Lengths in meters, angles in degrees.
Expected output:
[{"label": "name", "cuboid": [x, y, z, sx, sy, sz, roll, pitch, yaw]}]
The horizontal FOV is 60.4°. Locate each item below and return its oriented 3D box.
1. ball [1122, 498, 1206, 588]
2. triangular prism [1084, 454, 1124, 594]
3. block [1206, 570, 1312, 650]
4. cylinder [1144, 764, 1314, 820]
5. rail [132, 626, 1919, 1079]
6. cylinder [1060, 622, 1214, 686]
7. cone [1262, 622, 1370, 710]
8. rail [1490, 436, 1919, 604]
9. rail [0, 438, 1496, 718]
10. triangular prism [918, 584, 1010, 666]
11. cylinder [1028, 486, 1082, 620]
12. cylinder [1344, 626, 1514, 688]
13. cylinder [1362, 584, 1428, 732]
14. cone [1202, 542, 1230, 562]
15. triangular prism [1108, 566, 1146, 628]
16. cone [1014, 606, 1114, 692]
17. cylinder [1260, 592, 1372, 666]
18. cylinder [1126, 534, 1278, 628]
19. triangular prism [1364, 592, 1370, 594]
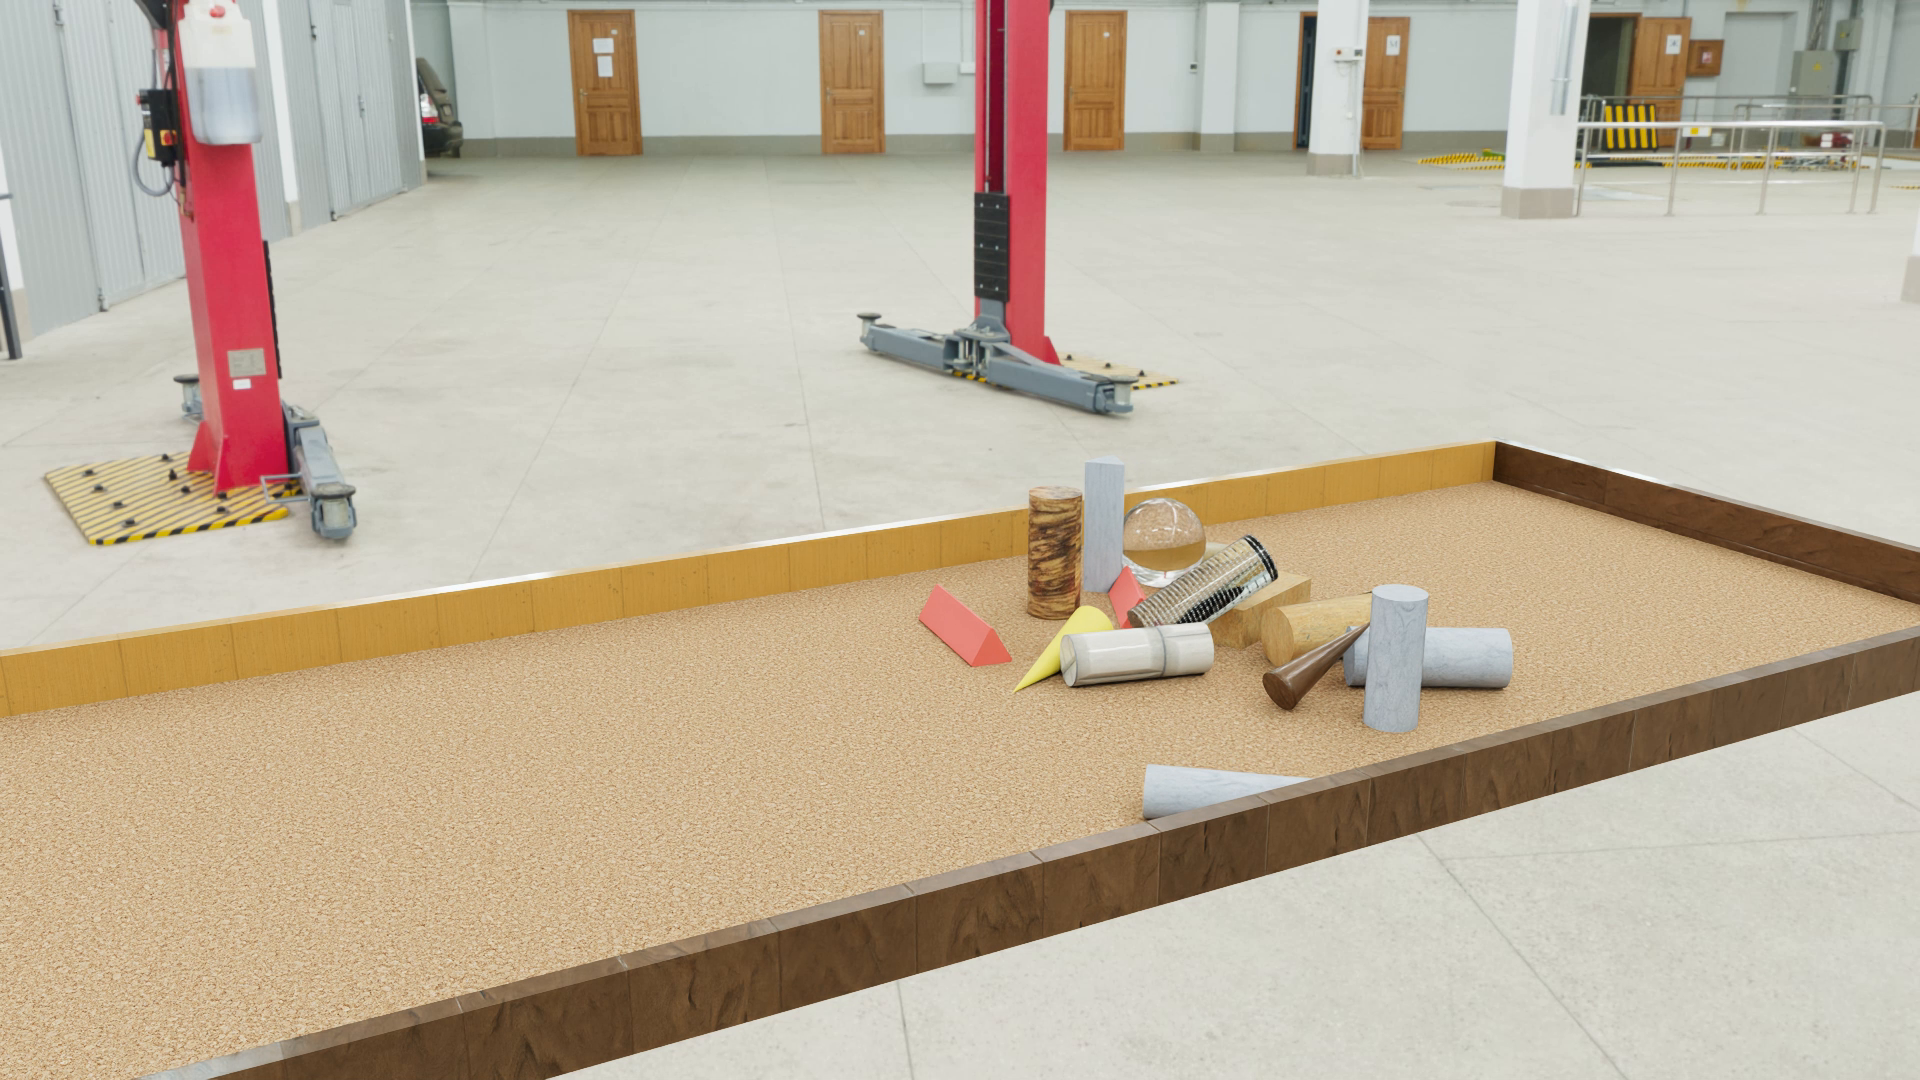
[{"label": "ball", "cuboid": [0.591, 0.008, 4.856, 0.266, 0.266, 0.266, 0, 16, 0]}, {"label": "triangular prism", "cuboid": [0.431, -0.048, 4.816, 0.115, 0.392, 0.099, 6, 19, 18]}, {"label": "block", "cuboid": [0.822, 0.189, 4.520, 0.109, 0.109, 0.370, 13, 21, 38]}, {"label": "cylinder", "cuboid": [0.559, 0.528, 3.361, 0.359, 0.111, 0.111, 4, 17, 12]}, {"label": "rail", "cuboid": [-2.336, 1.006, 1.665, 12.000, 0.150, 0.050, -9, 18, -27]}, {"label": "cylinder", "cuboid": [0.444, 0.286, 4.152, 0.365, 0.129, 0.129, -4, 17, -14]}, {"label": "cone", "cuboid": [0.896, 0.277, 4.010, 0.343, 0.106, 0.106, -32, 29, -21]}, {"label": "rail", "cuboid": [2.466, -0.048, 5.253, 0.050, 0.150, 2.100, -9, 18, -27]}, {"label": "rail", "cuboid": [-3.305, 0.497, 3.399, 12.000, 0.150, 0.050, -9, 18, -27]}, {"label": "triangular prism", "cuboid": [0.010, 0.220, 4.423, 0.113, 0.098, 0.397, -7, 18, -20]}, {"label": "cylinder", "cuboid": [0.265, 0.035, 4.614, 0.150, 0.350, 0.150, 0, 16, 0]}, {"label": "cylinder", "cuboid": [1.160, 0.291, 4.102, 0.383, 0.149, 0.149, 1, 16, 2]}, {"label": "cylinder", "cuboid": [1.015, 0.276, 3.847, 0.126, 0.321, 0.126, 0, 16, 0]}, {"label": "cone", "cuboid": [0.824, 0.041, 5.115, 0.421, 0.114, 0.114, -3, 15, -39]}, {"label": "triangular prism", "cuboid": [0.489, 0.158, 4.652, 0.103, 0.089, 0.303, 0, 16, -2]}, {"label": "cone", "cuboid": [0.238, 0.305, 4.199, 0.132, 0.132, 0.373, 12, 30, 35]}, {"label": "cylinder", "cuboid": [0.995, 0.228, 4.307, 0.396, 0.154, 0.154, -7, 18, -22]}, {"label": "cylinder", "cuboid": [0.636, 0.145, 4.325, 0.382, 0.143, 0.143, -32, 24, -9]}, {"label": "triangular prism", "cuboid": [1.022, 0.207, 4.487, 0.377, 0.087, 0.101, -12, 20, -35]}]
